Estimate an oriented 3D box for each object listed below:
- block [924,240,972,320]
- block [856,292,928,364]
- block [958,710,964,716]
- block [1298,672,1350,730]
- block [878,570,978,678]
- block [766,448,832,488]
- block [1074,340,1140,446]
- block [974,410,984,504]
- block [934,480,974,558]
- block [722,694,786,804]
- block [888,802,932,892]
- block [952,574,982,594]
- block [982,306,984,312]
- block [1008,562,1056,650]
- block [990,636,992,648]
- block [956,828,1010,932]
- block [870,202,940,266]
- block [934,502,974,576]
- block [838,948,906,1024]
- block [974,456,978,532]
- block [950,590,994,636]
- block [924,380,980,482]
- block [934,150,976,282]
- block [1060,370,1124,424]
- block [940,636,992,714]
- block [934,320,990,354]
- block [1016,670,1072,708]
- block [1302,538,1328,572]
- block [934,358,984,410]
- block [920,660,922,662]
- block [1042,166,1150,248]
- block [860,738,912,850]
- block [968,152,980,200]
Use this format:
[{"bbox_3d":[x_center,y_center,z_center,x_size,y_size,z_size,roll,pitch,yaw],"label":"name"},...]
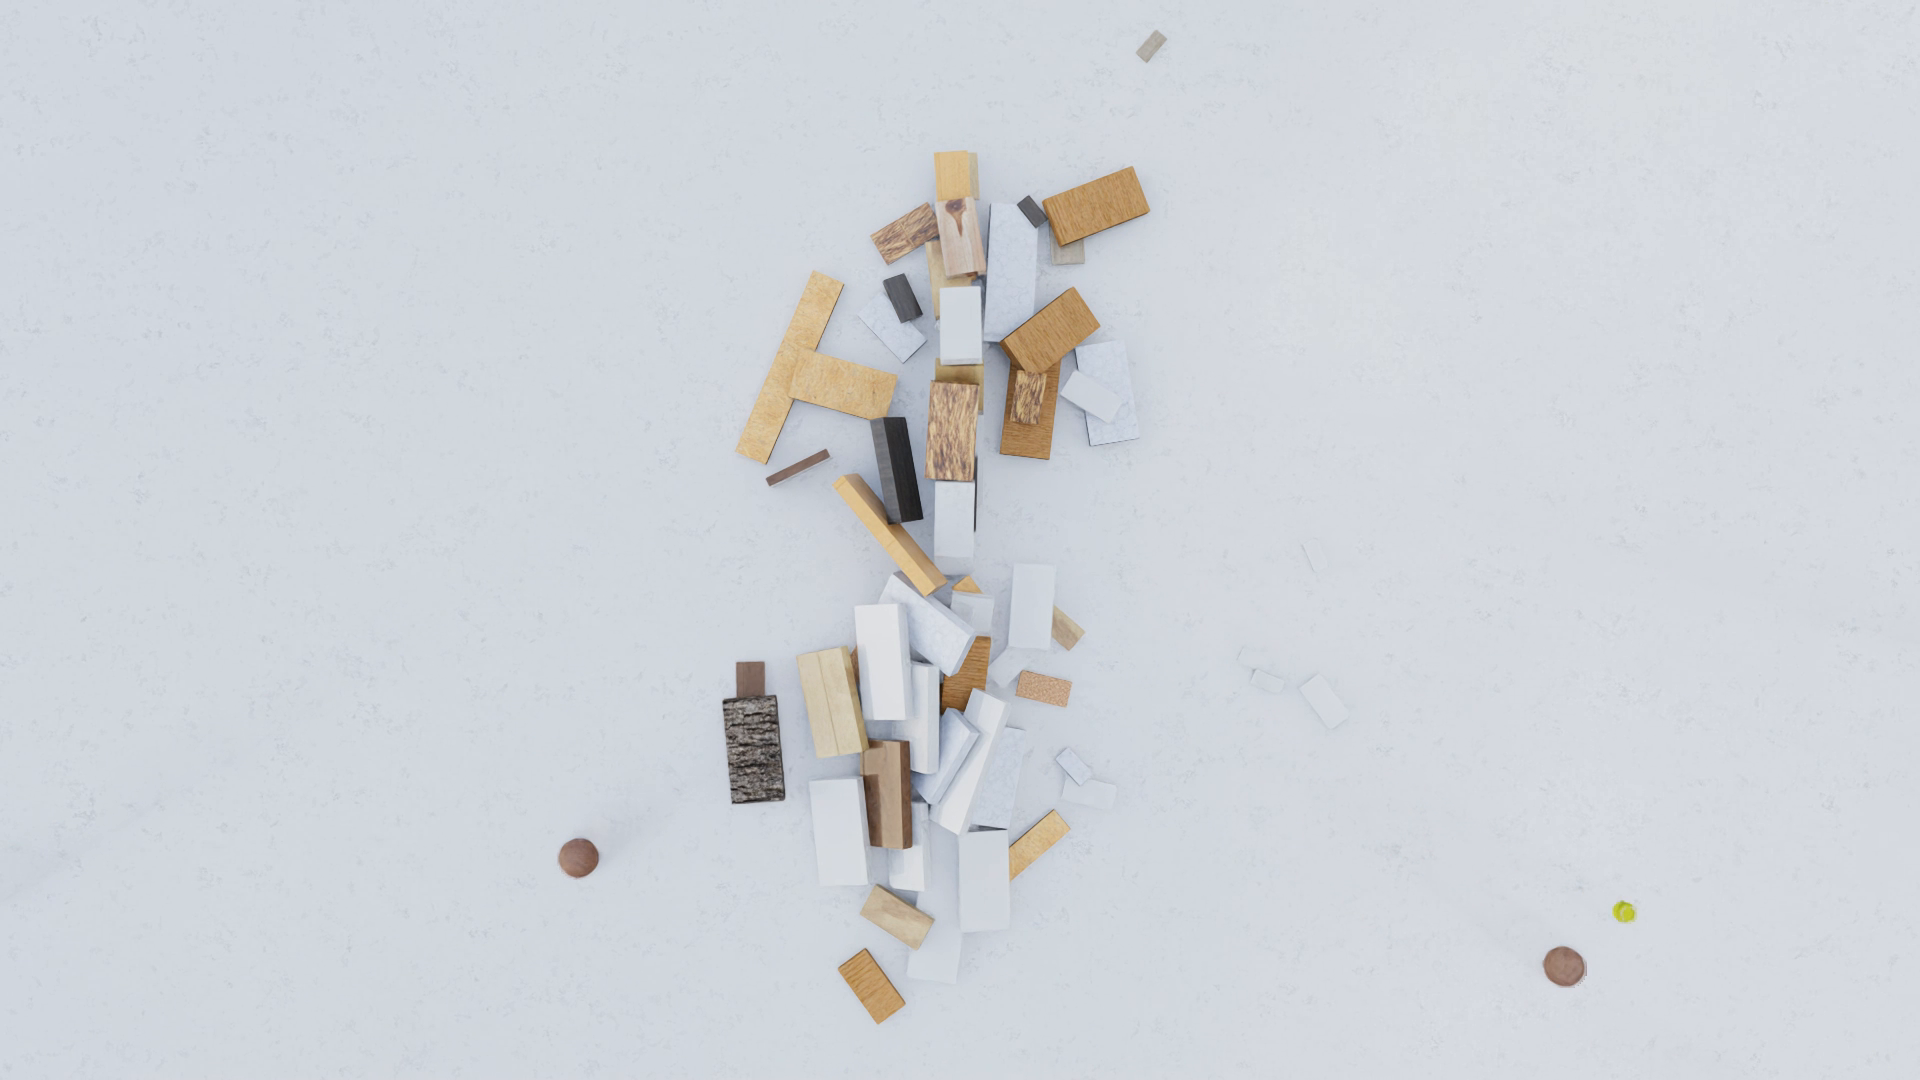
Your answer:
[{"bbox_3d":[-0.032,-0.853,5.380,0.131,0.037,0.262,-8,75,2],"label":"block"},{"bbox_3d":[-0.226,-0.705,5.484,0.111,0.031,0.222,-44,90,0],"label":"block"},{"bbox_3d":[-0.029,0.620,5.462,0.062,0.017,0.123,15,108,-6],"label":"block"},{"bbox_3d":[1.212,0.537,5.488,0.086,0.024,0.173,-37,90,0],"label":"block"},{"bbox_3d":[-0.115,0.271,5.377,0.346,0.049,0.173,38,121,21],"label":"block"},{"bbox_3d":[-0.530,-0.237,5.444,0.222,0.111,0.031,-26,90,0],"label":"block"},{"bbox_3d":[0.488,-0.488,5.477,0.165,0.047,0.330,-9,90,0],"label":"block"},{"bbox_3d":[-0.002,-0.270,5.417,0.157,0.044,0.314,1,114,0],"label":"block"},{"bbox_3d":[-0.019,-0.071,5.378,0.127,0.036,0.254,1,110,0],"label":"block"},{"bbox_3d":[-0.680,0.693,5.452,0.174,0.049,0.348,-4,97,0],"label":"block"},{"bbox_3d":[-0.169,1.007,5.442,0.143,0.040,0.285,-3,90,35],"label":"block"},{"bbox_3d":[0.043,0.192,5.432,0.071,0.020,0.142,-37,97,4],"label":"block"},{"bbox_3d":[0.125,-0.777,5.493,0.103,0.015,0.051,-31,90,0],"label":"block"},{"bbox_3d":[0.239,0.219,5.459,0.138,0.039,0.276,4,84,7],"label":"block"},{"bbox_3d":[0.064,0.292,5.467,0.071,0.020,0.142,-5,98,-1],"label":"block"},{"bbox_3d":[0.077,1.120,5.437,0.164,0.047,0.329,-2,92,-10],"label":"block"},{"bbox_3d":[-0.175,-1.018,5.484,0.222,0.031,0.111,-31,90,0],"label":"block"},{"bbox_3d":[-0.020,-0.009,5.439,0.127,0.036,0.254,1,110,0],"label":"block"},{"bbox_3d":[-0.293,1.483,5.484,0.113,0.032,0.227,-36,90,0],"label":"block"},{"bbox_3d":[-0.008,-0.151,5.425,0.127,0.036,0.254,1,114,0],"label":"block"},{"bbox_3d":[0.026,0.309,5.425,0.138,0.039,0.276,7,109,-4],"label":"block"},{"bbox_3d":[-0.026,-0.351,5.310,0.157,0.044,0.314,4,105,-1],"label":"block"},{"bbox_3d":[-0.016,-1.060,5.446,0.111,0.031,0.436,-4,100,0],"label":"block"},{"bbox_3d":[0.434,-0.472,5.440,0.190,0.027,0.095,31,90,0],"label":"block"},{"bbox_3d":[0.018,0.447,5.432,0.138,0.039,0.276,6,109,-3],"label":"block"},{"bbox_3d":[0.021,-0.702,5.456,0.187,0.027,0.094,26,107,-11],"label":"block"},{"bbox_3d":[0.279,0.495,5.488,0.174,0.025,0.087,14,90,0],"label":"block"},{"bbox_3d":[1.184,0.050,5.493,0.052,0.015,0.104,-23,90,0],"label":"block"},{"bbox_3d":[-0.002,-0.454,5.375,0.157,0.044,0.314,0,134,0],"label":"block"},{"bbox_3d":[-0.174,0.446,5.492,0.119,0.017,0.059,-17,90,0],"label":"block"},{"bbox_3d":[0.450,-1.102,5.452,0.321,0.046,0.161,-22,93,-8],"label":"block"},{"bbox_3d":[-0.245,0.833,5.427,0.175,0.049,0.349,-2,90,38],"label":"block"},{"bbox_3d":[0.023,-1.209,5.489,0.077,0.022,0.154,-3,90,0],"label":"block"}]
